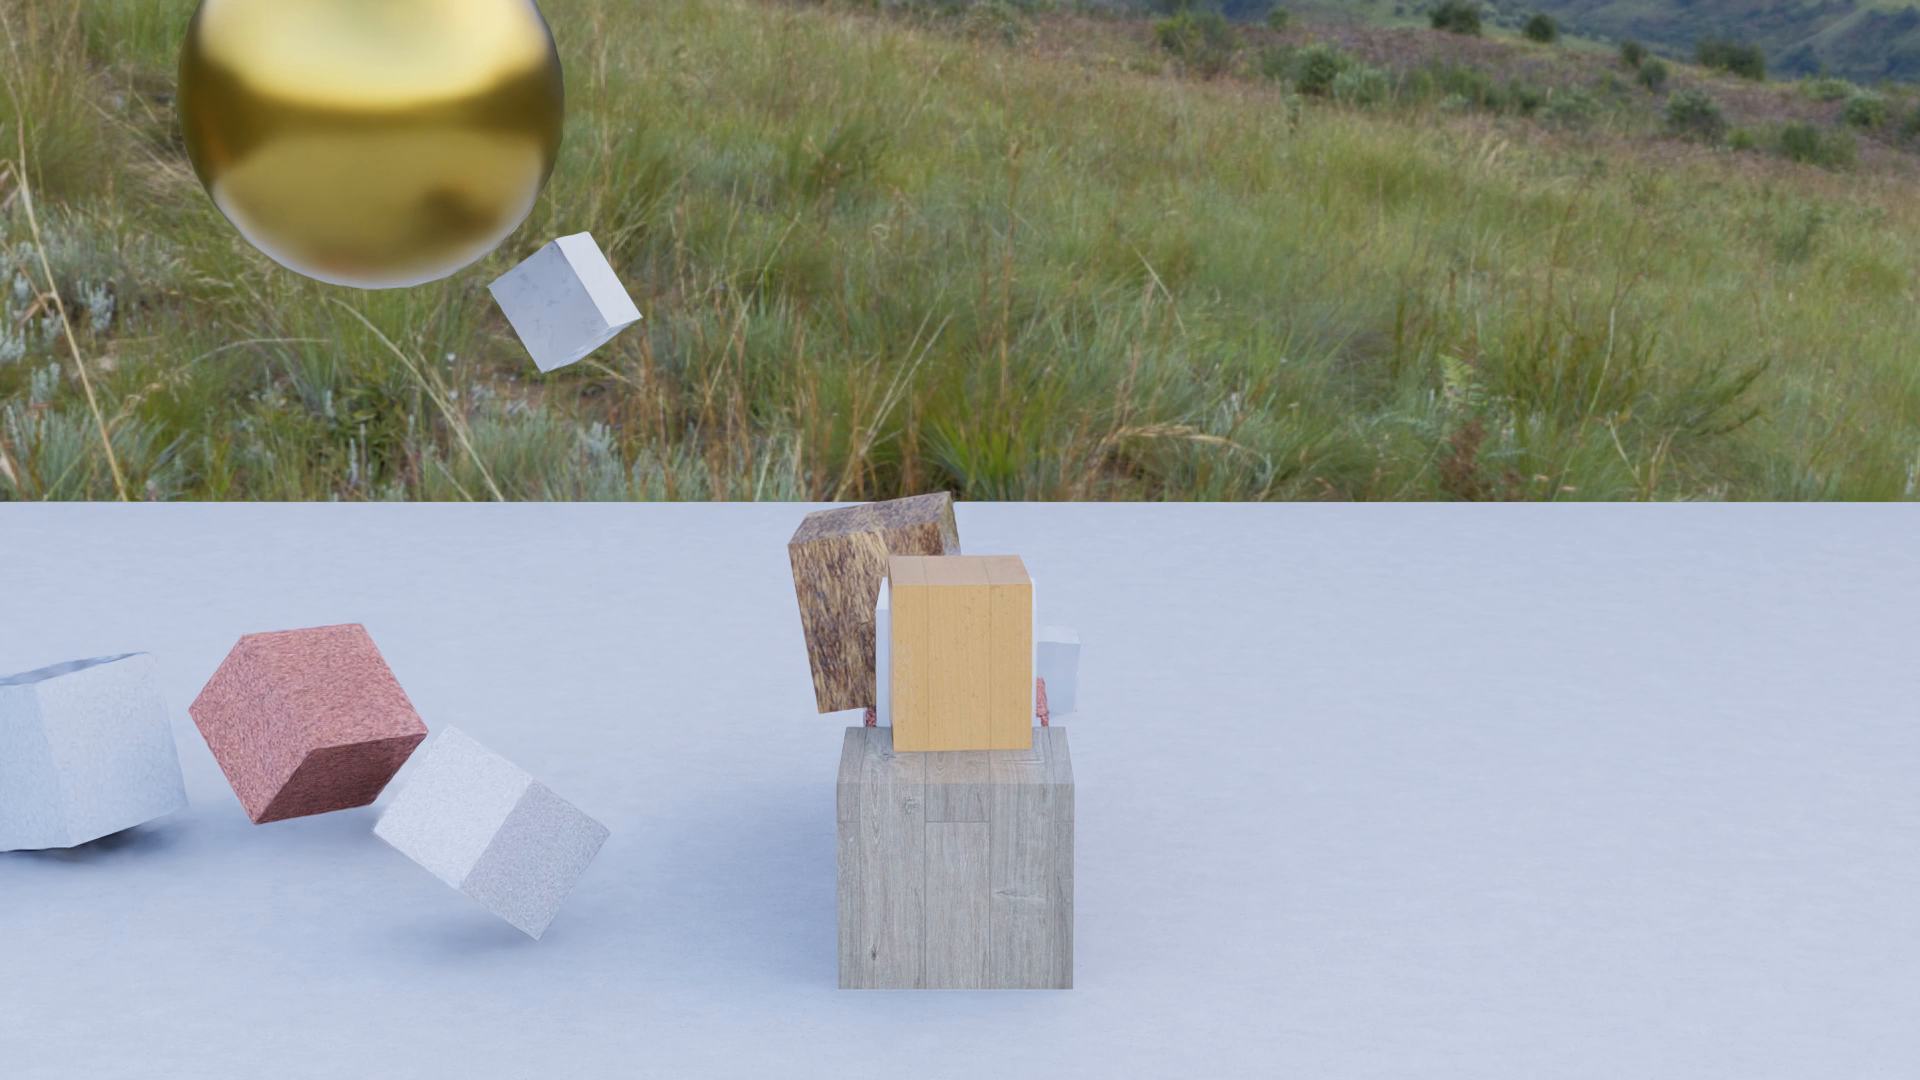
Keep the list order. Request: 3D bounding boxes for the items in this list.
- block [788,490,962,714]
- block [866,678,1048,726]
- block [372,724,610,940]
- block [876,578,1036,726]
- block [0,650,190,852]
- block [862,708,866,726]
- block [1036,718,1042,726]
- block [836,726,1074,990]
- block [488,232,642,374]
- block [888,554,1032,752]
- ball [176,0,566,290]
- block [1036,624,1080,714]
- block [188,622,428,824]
[{"bbox_3d":[-0.343,0.279,11.913,0.691,0.797,0.734,-9,11,6],"label":"block"},{"bbox_3d":[-0.014,1.051,11.913,0.822,0.671,0.701,0,10,0],"label":"block"},{"bbox_3d":[-1.916,1.196,10.530,0.569,0.529,0.574,25,-14,37],"label":"block"},{"bbox_3d":[-0.011,0.529,11.238,0.681,0.606,0.641,0,11,1],"label":"block"},{"bbox_3d":[-4.085,0.967,11.786,0.625,0.748,0.663,-7,6,34],"label":"block"},{"bbox_3d":[-0.243,0.751,13.378,0.438,0.470,0.481,8,-35,-12],"label":"block"},{"bbox_3d":[0.006,1.191,11.167,0.708,0.661,0.796,0,10,0],"label":"block"},{"bbox_3d":[-0.017,1.261,10.321,0.912,0.826,0.872,0,10,0],"label":"block"},{"bbox_3d":[-1.890,-1.141,12.290,0.422,0.489,0.401,-31,2,19],"label":"block"},{"bbox_3d":[-0.008,0.455,10.550,0.555,0.677,0.631,-1,10,-3],"label":"block"},{"bbox_3d":[-2.475,-1.861,10.842,1.600,1.600,1.600,0,10,0],"label":"ball"},{"bbox_3d":[0.402,0.711,14.430,0.491,0.399,0.449,5,10,-1],"label":"block"},{"bbox_3d":[-3.060,0.852,12.056,0.704,0.562,0.676,-5,53,-54],"label":"block"}]
